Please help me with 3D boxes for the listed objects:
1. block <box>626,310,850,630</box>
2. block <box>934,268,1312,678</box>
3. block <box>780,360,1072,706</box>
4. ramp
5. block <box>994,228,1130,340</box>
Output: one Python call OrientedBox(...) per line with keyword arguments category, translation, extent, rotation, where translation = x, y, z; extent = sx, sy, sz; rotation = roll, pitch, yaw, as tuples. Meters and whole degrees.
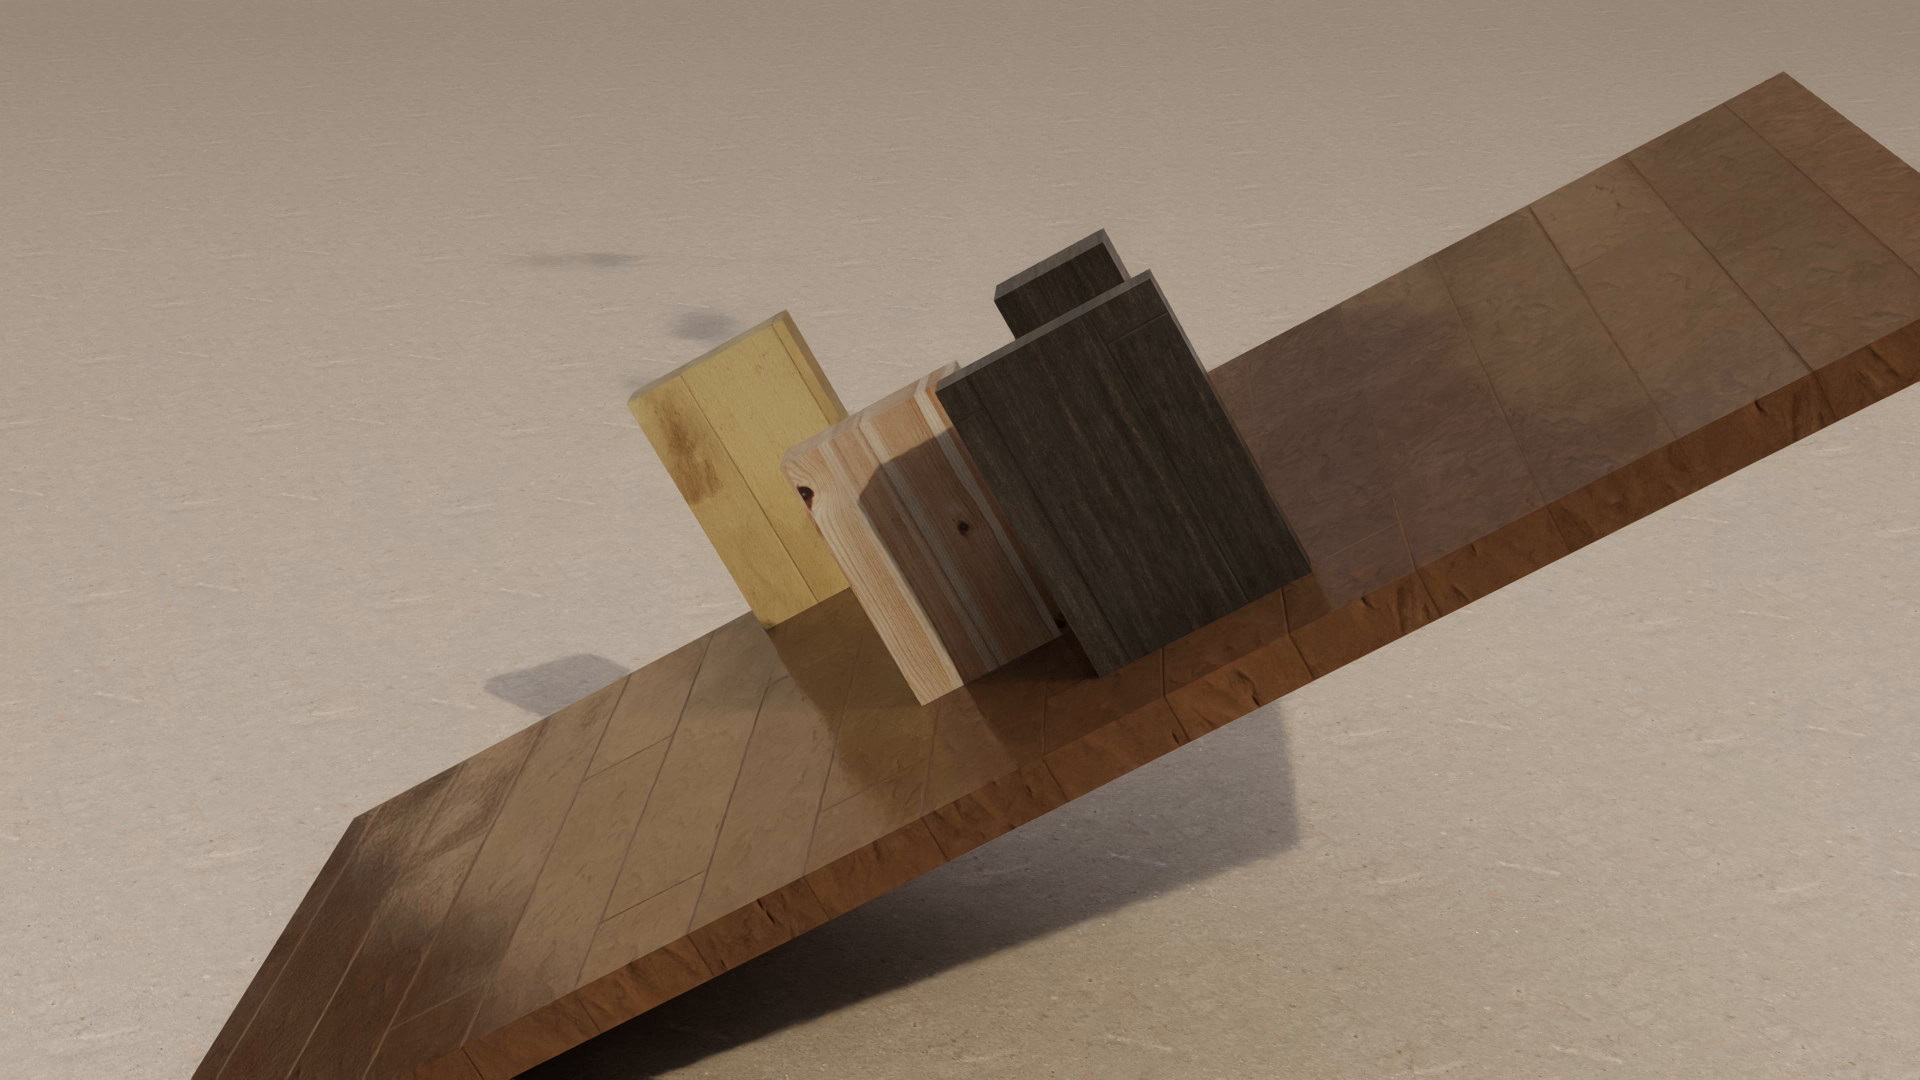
OrientedBox(category="block", translation=(-0.442, -0.164, 7.055), extent=(0.429, 0.649, 0.103), rotation=(-27, 14, 11))
OrientedBox(category="block", translation=(0.304, -0.117, 5.437), extent=(0.445, 0.631, 0.081), rotation=(-27, 14, 11))
OrientedBox(category="block", translation=(-0.042, -0.012, 5.894), extent=(0.393, 0.571, 0.128), rotation=(-27, 14, 11))
OrientedBox(category="ramp", translation=(0.142, 0.167, 6.283), extent=(4.000, 0.100, 2.000), rotation=(-27, 14, 11))
OrientedBox(category="block", translation=(0.326, -0.364, 6.402), extent=(0.266, 0.550, 0.144), rotation=(-27, 14, 11))
